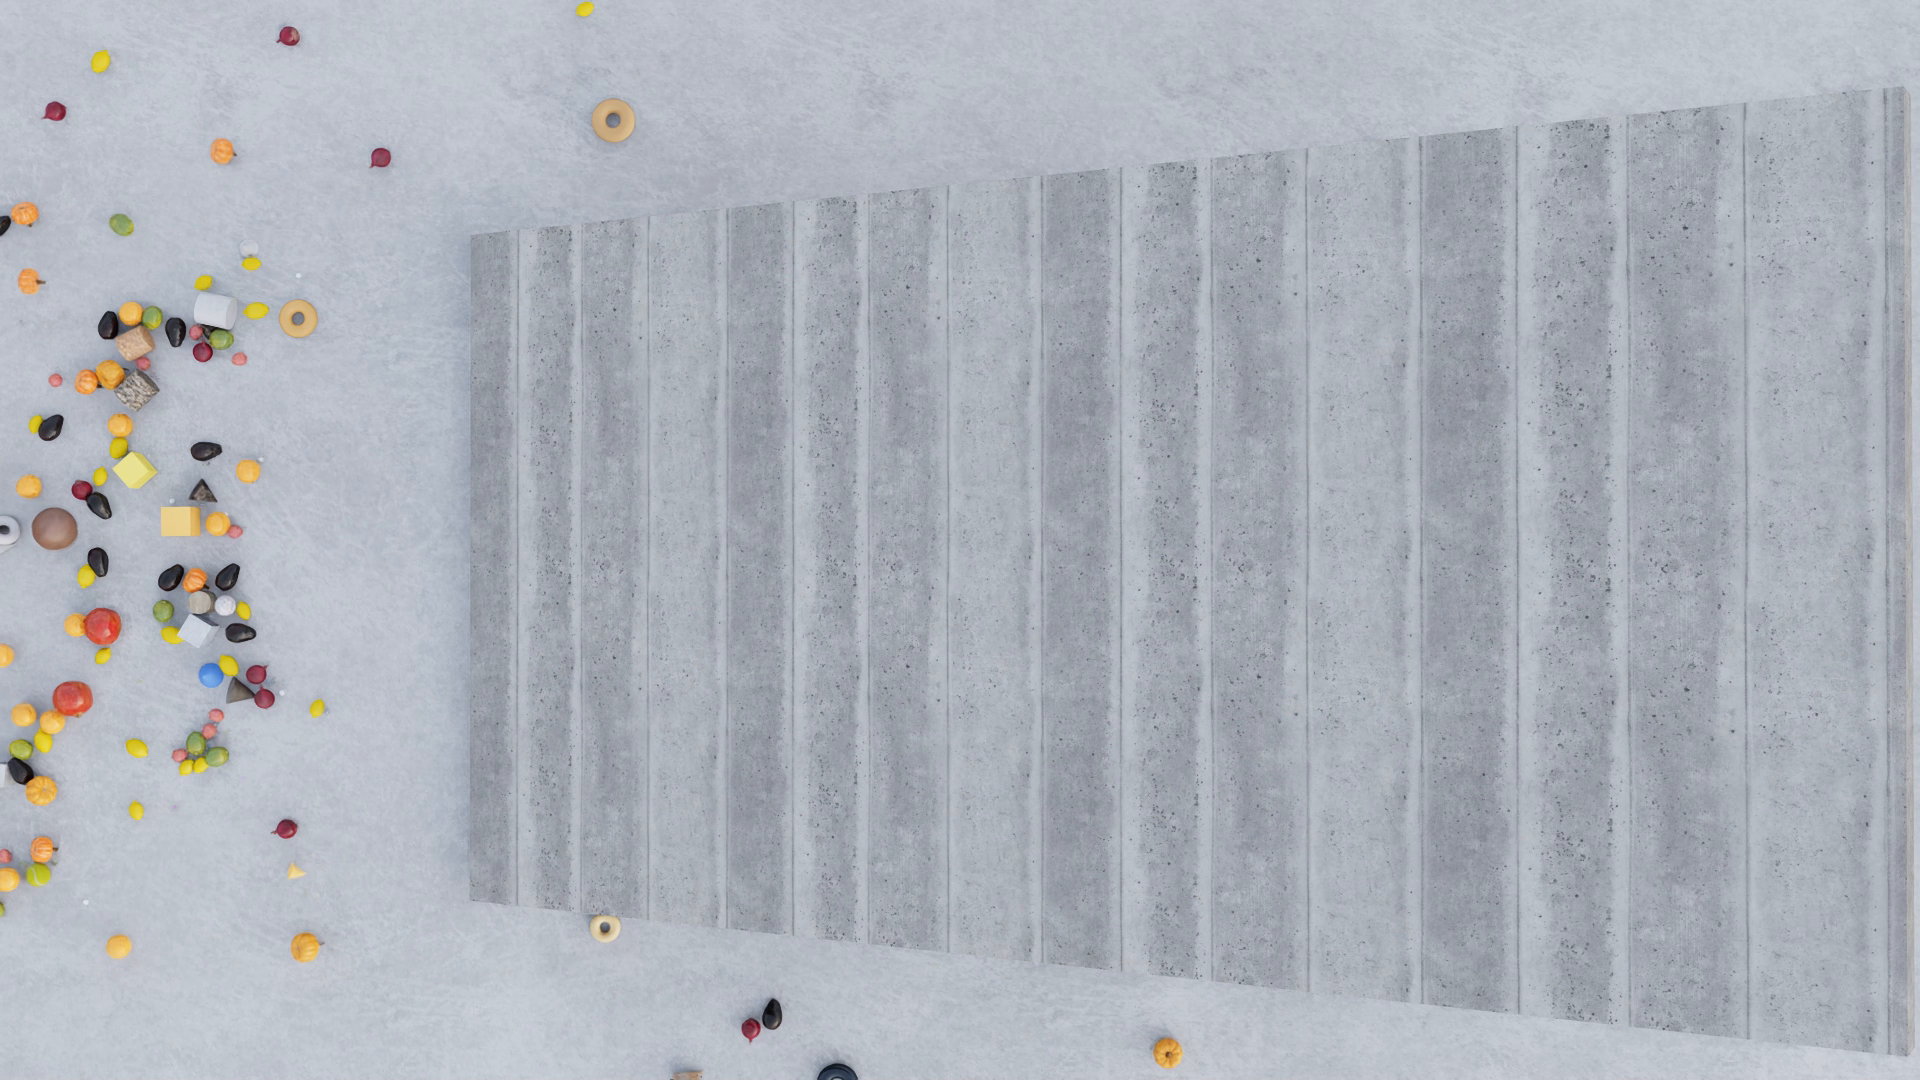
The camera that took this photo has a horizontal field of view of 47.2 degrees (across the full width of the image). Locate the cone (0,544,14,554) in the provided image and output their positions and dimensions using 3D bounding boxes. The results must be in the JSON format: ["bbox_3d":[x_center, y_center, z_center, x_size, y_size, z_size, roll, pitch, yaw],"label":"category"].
[{"bbox_3d":[-2.913,0.020,6.672,0.092,0.092,0.092,-10,89,-27],"label":"cone"}]

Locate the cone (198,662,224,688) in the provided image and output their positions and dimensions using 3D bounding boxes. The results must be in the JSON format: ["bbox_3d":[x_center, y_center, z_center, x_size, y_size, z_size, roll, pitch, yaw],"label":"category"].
[{"bbox_3d":[-2.277,0.411,6.650,0.077,0.077,0.077,0,89,0],"label":"cone"}]

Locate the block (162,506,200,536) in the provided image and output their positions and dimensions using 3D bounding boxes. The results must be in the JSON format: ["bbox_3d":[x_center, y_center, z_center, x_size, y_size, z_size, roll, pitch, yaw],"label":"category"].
[{"bbox_3d":[-2.356,-0.055,6.649,0.087,0.087,0.087,-1,89,0],"label":"block"}]

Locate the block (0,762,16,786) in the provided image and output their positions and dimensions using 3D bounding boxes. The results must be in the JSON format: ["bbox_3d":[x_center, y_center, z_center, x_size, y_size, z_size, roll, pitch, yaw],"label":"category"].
[{"bbox_3d":[-2.909,0.707,6.653,0.066,0.066,0.066,5,89,0],"label":"block"}]

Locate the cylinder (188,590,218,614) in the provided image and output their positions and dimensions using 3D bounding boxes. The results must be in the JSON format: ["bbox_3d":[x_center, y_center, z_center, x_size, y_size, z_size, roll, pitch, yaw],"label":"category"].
[{"bbox_3d":[-2.290,0.189,6.656,0.069,0.069,0.069,0,89,0],"label":"cylinder"}]

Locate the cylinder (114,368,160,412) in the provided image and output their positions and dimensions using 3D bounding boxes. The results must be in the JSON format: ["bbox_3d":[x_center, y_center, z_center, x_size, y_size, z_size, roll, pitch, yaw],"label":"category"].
[{"bbox_3d":[-2.490,-0.452,6.650,0.093,0.093,0.093,-43,90,0],"label":"cylinder"}]

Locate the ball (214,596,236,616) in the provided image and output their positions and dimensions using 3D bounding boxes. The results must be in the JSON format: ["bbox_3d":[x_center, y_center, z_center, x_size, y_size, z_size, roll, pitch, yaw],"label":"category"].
[{"bbox_3d":[-2.225,0.198,6.659,0.063,0.063,0.063,0,89,0],"label":"ball"}]

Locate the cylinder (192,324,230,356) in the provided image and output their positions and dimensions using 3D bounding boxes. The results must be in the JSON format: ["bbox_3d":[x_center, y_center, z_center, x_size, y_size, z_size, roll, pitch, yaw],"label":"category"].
[{"bbox_3d":[-2.271,-0.607,6.694,0.096,0.096,0.096,0,86,3],"label":"cylinder"}]

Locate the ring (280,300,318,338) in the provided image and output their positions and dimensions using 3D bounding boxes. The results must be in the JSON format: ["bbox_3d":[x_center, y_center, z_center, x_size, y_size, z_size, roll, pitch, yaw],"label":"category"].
[{"bbox_3d":[-2.010,-0.673,6.679,0.117,0.039,0.117,0,91,0],"label":"ring"}]

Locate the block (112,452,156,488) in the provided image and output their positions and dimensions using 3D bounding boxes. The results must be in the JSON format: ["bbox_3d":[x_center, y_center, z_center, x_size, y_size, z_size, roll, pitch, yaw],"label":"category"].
[{"bbox_3d":[-2.496,-0.211,6.656,0.077,0.077,0.077,-42,90,0],"label":"block"}]

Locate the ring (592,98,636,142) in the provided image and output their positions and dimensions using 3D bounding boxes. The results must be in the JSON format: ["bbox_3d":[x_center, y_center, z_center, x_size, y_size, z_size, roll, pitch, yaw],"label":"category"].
[{"bbox_3d":[-1.053,-1.275,6.682,0.134,0.045,0.134,0,89,1],"label":"ring"}]

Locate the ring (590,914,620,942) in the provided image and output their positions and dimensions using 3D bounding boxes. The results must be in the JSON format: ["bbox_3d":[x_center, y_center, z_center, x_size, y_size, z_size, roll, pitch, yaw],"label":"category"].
[{"bbox_3d":[-1.076,1.173,6.666,0.094,0.031,0.094,0,91,0],"label":"ring"}]

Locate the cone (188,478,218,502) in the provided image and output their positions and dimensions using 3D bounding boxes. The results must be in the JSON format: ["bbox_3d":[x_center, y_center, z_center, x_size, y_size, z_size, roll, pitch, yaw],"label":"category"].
[{"bbox_3d":[-2.286,-0.134,6.676,0.076,0.076,0.076,35,90,-26],"label":"cone"}]

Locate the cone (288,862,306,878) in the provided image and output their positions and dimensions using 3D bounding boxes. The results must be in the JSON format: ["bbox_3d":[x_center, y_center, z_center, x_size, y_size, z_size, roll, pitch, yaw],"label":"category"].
[{"bbox_3d":[-2.007,1.006,6.672,0.050,0.050,0.050,16,89,-27],"label":"cone"}]

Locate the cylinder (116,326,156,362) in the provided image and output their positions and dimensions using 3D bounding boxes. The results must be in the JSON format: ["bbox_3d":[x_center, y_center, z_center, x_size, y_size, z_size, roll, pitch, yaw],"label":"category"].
[{"bbox_3d":[-2.497,-0.595,6.657,0.082,0.082,0.082,-27,90,0],"label":"cylinder"}]

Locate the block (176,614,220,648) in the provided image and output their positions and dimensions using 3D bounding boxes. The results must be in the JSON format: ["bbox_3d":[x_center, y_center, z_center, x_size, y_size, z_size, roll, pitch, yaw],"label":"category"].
[{"bbox_3d":[-2.303,0.274,6.651,0.077,0.077,0.077,31,90,0],"label":"block"}]

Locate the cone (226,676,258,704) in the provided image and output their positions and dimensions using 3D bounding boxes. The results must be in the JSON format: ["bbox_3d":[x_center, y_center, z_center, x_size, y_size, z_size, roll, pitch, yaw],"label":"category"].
[{"bbox_3d":[-2.169,0.466,6.669,0.086,0.086,0.086,17,89,-26],"label":"cone"}]

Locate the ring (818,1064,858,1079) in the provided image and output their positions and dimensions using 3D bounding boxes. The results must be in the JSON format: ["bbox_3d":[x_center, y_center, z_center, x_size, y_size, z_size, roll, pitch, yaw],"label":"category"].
[{"bbox_3d":[-0.370,1.650,6.656,0.131,0.044,0.131,0,90,1],"label":"ring"}]

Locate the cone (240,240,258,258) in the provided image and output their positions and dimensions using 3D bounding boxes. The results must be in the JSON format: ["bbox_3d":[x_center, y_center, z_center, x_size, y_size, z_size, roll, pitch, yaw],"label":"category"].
[{"bbox_3d":[-2.167,-0.889,6.672,0.057,0.057,0.057,0,89,0],"label":"cone"}]

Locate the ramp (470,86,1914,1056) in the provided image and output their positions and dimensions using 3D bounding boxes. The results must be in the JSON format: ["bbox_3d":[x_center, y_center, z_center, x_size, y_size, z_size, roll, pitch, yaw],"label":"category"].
[{"bbox_3d":[0.265,0.073,5.611,4.000,0.100,2.000,0,89,31],"label":"ramp"}]

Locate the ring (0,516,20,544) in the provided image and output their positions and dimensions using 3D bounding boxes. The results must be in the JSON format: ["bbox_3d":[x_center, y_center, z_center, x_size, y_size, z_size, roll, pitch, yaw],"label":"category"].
[{"bbox_3d":[-2.894,-0.031,6.658,0.094,0.031,0.094,15,63,-32],"label":"ring"}]

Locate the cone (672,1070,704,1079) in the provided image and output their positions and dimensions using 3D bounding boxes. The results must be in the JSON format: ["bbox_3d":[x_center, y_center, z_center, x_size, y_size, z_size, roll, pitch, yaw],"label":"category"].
[{"bbox_3d":[-0.811,1.630,6.658,0.087,0.087,0.087,-29,89,-27],"label":"cone"}]

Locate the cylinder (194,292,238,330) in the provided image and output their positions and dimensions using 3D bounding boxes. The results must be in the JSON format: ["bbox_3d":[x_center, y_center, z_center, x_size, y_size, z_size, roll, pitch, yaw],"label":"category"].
[{"bbox_3d":[-2.250,-0.694,6.651,0.097,0.097,0.097,12,89,0],"label":"cylinder"}]
